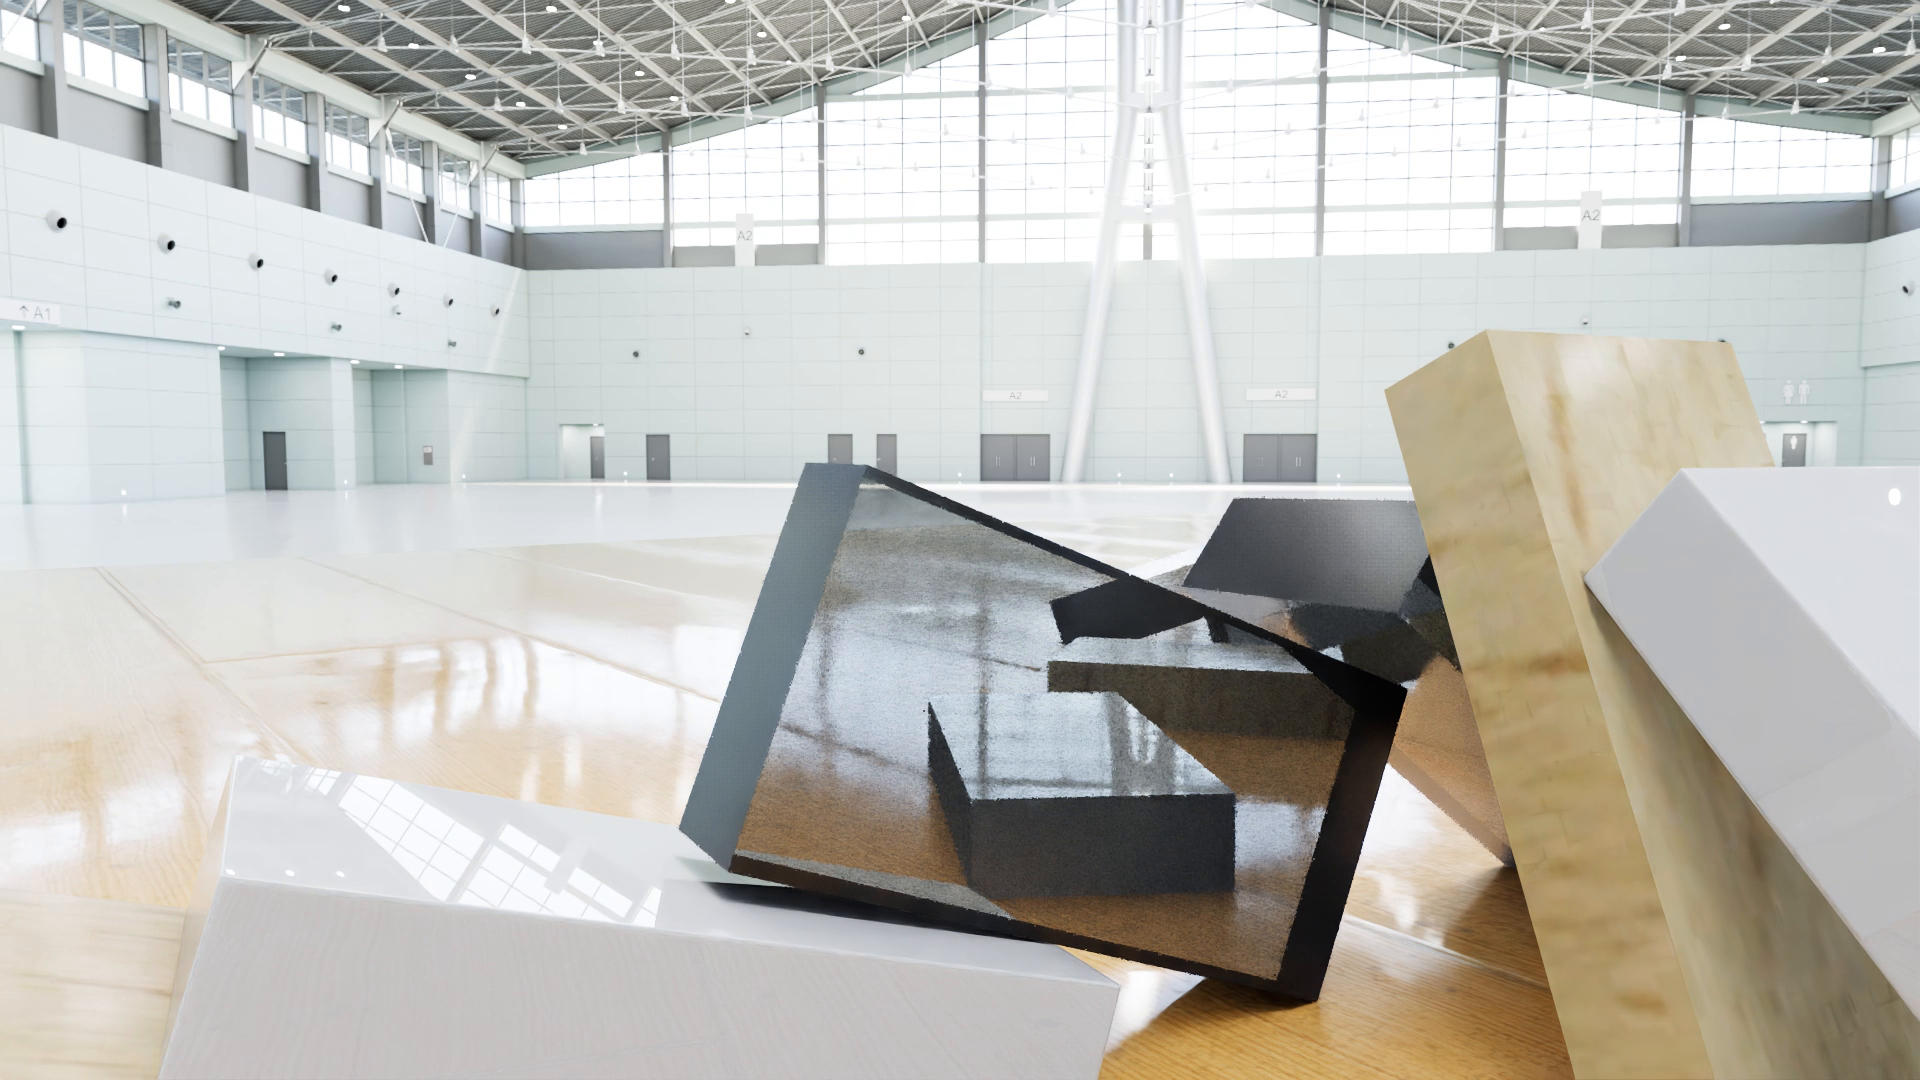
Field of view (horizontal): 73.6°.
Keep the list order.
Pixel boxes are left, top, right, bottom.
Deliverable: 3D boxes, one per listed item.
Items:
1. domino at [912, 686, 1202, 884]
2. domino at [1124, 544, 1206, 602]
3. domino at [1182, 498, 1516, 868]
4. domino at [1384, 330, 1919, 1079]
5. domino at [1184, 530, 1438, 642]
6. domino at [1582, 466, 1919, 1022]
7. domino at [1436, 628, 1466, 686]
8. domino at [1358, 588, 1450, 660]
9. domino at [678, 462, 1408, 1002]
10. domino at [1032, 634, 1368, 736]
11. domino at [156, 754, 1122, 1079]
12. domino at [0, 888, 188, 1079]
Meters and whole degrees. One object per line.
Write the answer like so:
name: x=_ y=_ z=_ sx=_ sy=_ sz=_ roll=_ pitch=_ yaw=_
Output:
domino: x=0.009 y=0.027 z=0.150 sx=0.025 sy=0.010 sz=0.050 roll=0 pitch=4 yaw=-6
domino: x=0.043 y=0.010 z=0.268 sx=0.050 sy=0.010 sz=0.025 roll=-17 pitch=3 yaw=-7
domino: x=0.045 y=0.015 z=0.110 sx=0.050 sy=0.010 sz=0.025 roll=39 pitch=-14 yaw=-22
domino: x=0.047 y=0.011 z=0.086 sx=0.025 sy=0.050 sz=0.009 roll=-2 pitch=-17 yaw=-26
domino: x=0.075 y=0.010 z=0.269 sx=0.050 sy=0.010 sz=0.025 roll=-17 pitch=3 yaw=2
domino: x=0.058 y=0.017 z=0.065 sx=0.025 sy=0.010 sz=0.050 roll=-2 pitch=48 yaw=-22
domino: x=0.073 y=0.018 z=0.122 sx=0.050 sy=0.009 sz=0.025 roll=26 pitch=-9 yaw=-27
domino: x=0.106 y=0.011 z=0.257 sx=0.050 sy=0.009 sz=0.025 roll=-17 pitch=-1 yaw=18
domino: x=0.009 y=0.015 z=0.091 sx=0.050 sy=0.025 sz=0.009 roll=22 pitch=-7 yaw=-29
domino: x=0.039 y=0.022 z=0.205 sx=0.050 sy=0.010 sz=0.025 roll=1 pitch=4 yaw=16
domino: x=-0.018 y=0.025 z=0.078 sx=0.050 sy=0.009 sz=0.025 roll=17 pitch=-4 yaw=-28
domino: x=-0.048 y=0.026 z=0.063 sx=0.050 sy=0.009 sz=0.025 roll=17 pitch=-5 yaw=-28
